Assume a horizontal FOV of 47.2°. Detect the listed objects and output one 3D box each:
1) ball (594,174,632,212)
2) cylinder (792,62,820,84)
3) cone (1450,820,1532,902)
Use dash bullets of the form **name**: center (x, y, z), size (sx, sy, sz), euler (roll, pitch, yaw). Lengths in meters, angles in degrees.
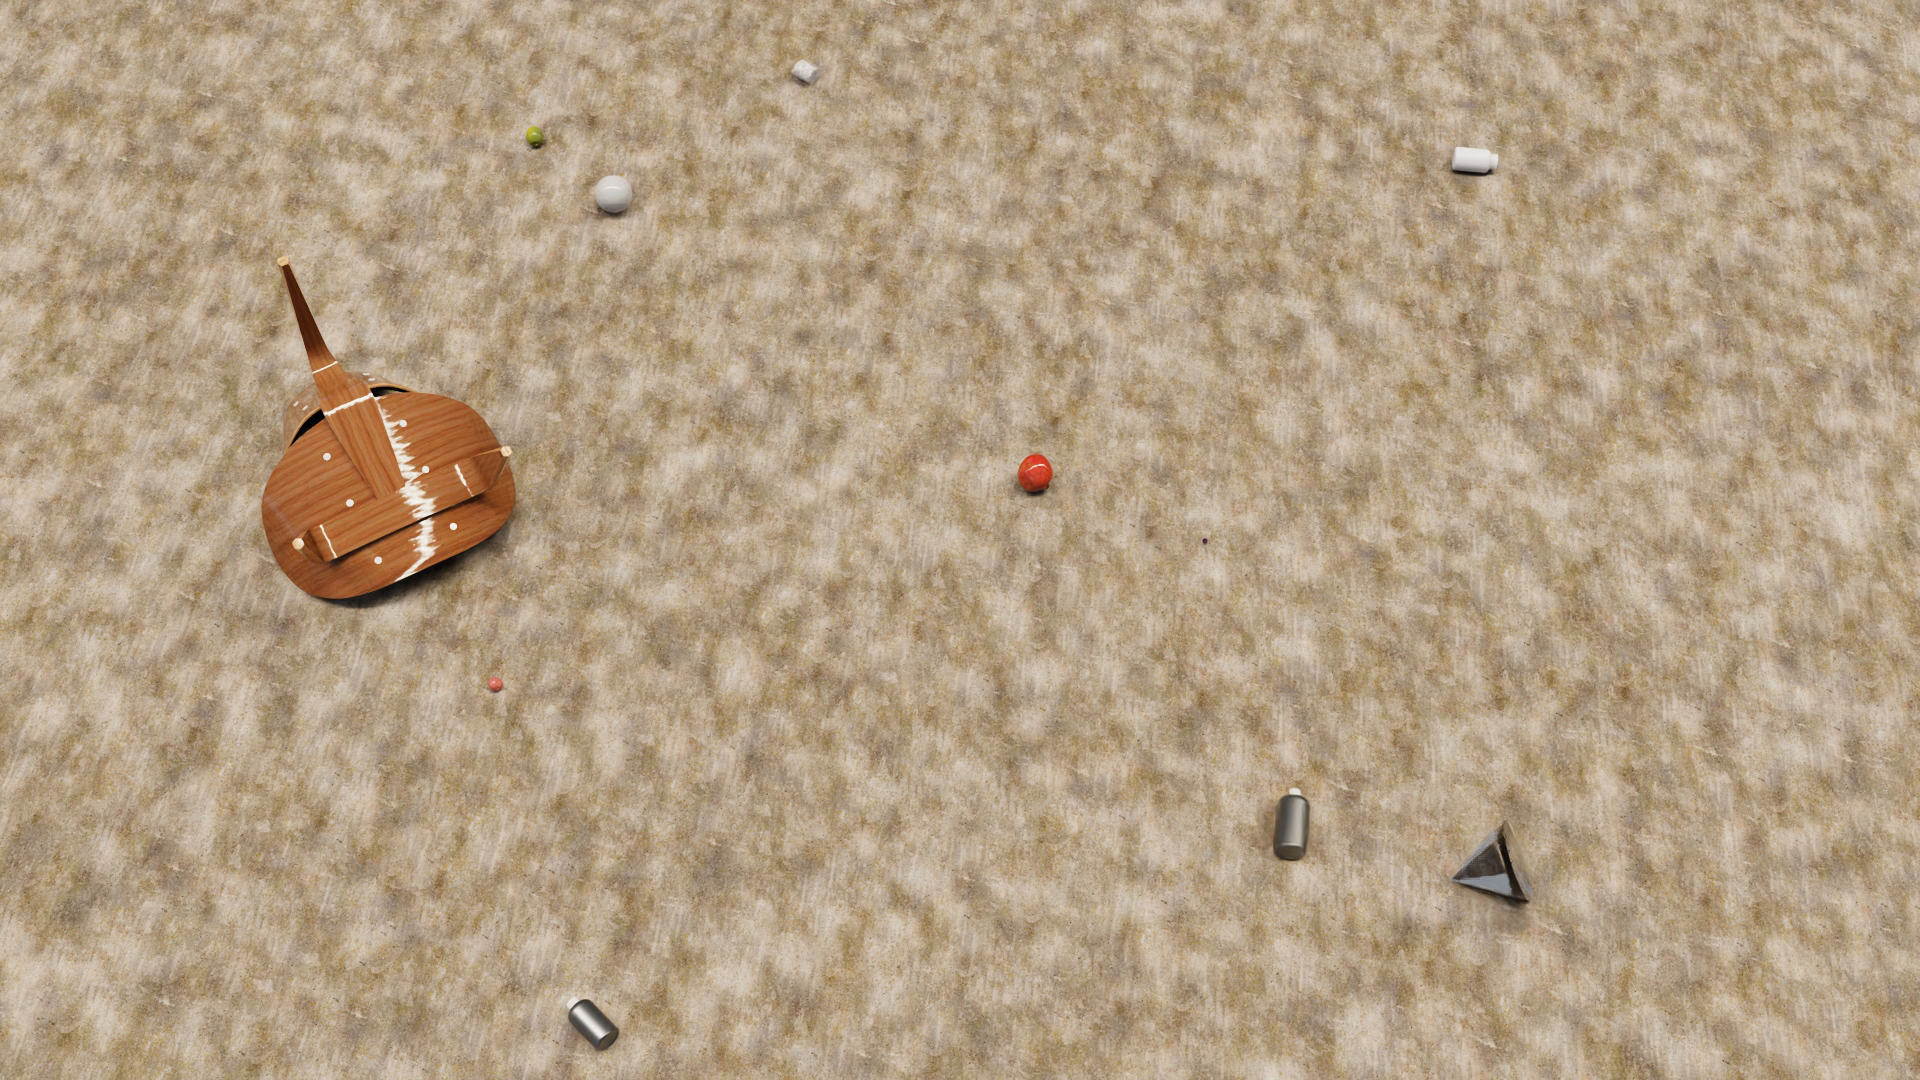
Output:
- **ball**: center (-1.144, -1.144, 7.267), size (0.124, 0.124, 0.124), euler (0, 56, 0)
- **cylinder**: center (-0.534, -1.623, 7.632), size (0.071, 0.052, 0.066), euler (29, 50, 29)
- **cone**: center (1.409, 0.889, 5.924), size (0.189, 0.197, 0.237), euler (-21, 42, 20)
